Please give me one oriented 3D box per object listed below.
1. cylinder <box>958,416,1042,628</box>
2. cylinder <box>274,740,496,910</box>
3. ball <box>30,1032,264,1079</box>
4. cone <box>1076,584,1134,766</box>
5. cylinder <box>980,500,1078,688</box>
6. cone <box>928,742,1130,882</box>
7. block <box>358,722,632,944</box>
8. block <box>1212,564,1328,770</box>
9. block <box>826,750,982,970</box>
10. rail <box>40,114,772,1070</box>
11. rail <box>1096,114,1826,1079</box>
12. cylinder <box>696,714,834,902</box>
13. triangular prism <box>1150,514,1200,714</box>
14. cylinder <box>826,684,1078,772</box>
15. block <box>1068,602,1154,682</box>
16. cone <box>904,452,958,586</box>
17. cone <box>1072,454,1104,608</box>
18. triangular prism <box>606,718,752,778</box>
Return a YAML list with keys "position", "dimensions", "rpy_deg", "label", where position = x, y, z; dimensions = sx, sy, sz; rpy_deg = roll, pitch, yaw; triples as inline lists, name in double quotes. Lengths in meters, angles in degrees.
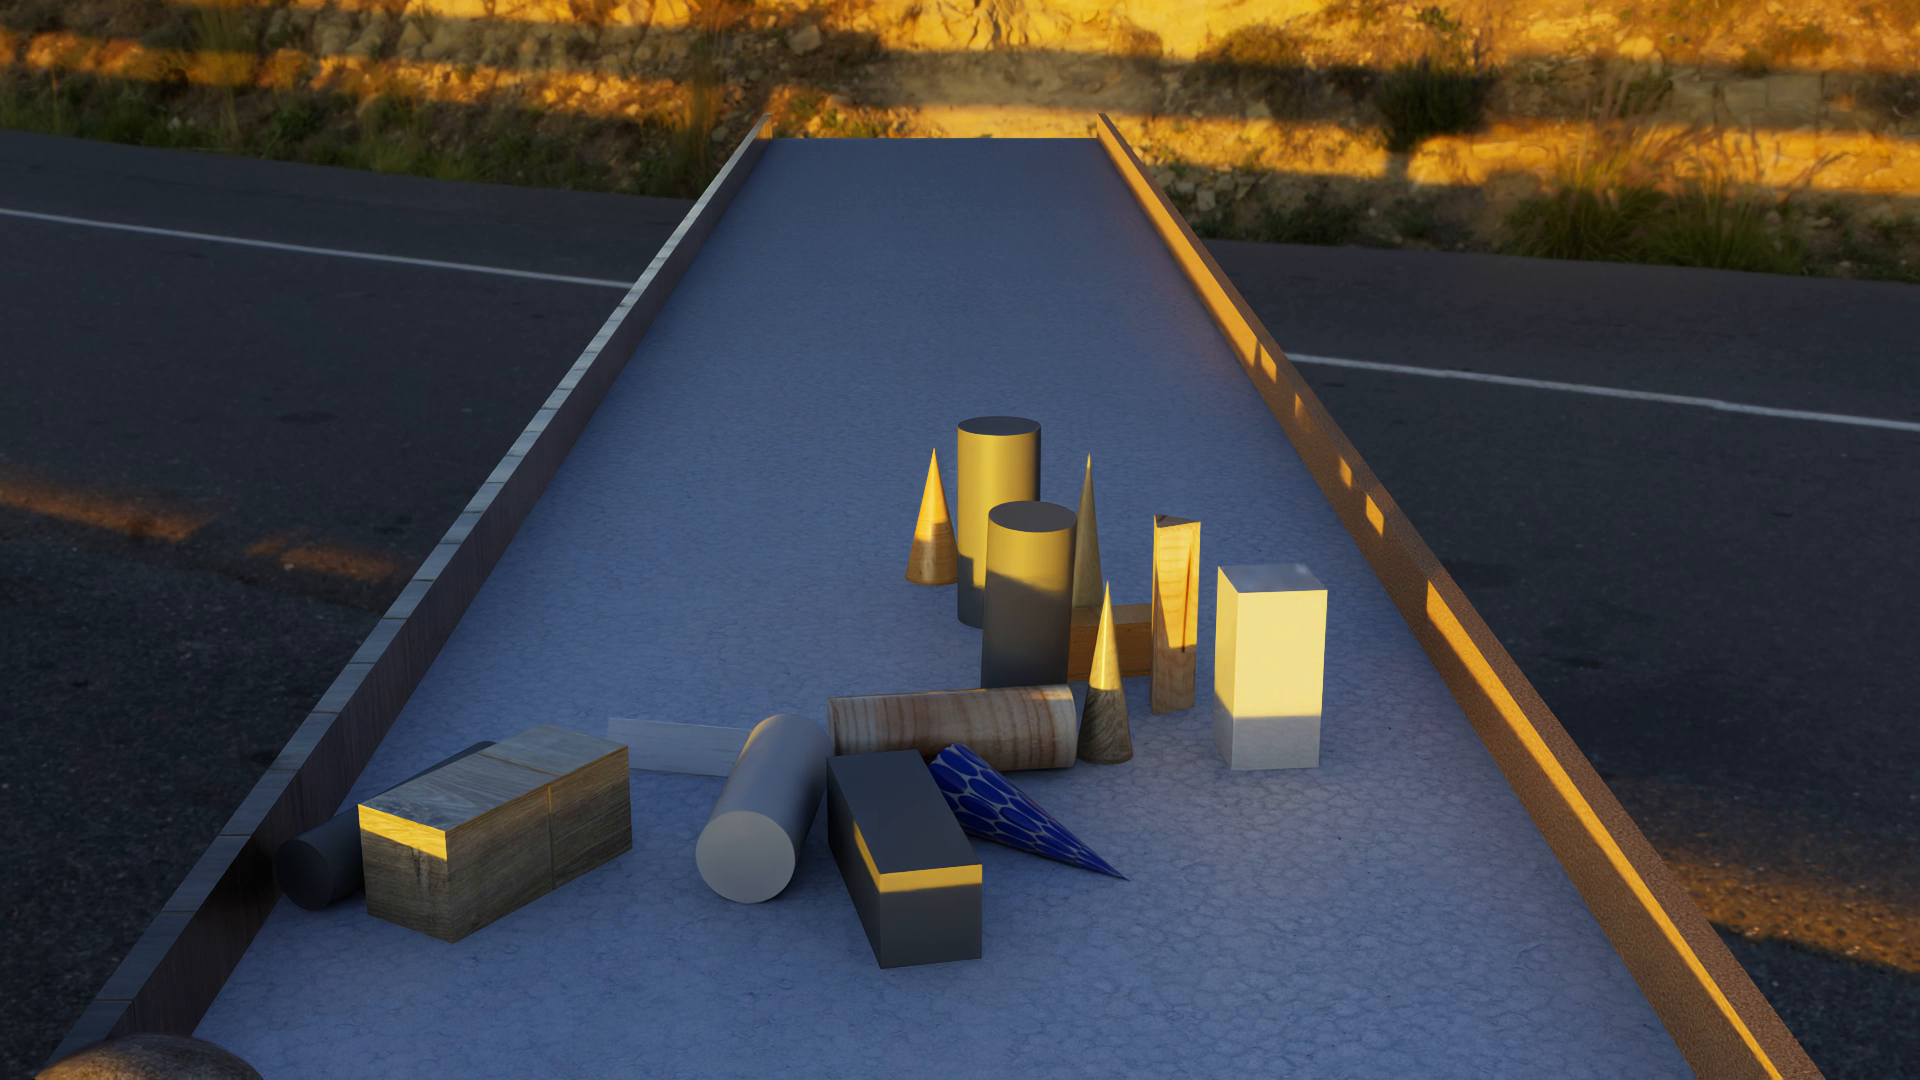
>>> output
- position: [0.081, -0.037, 4.617]
  dimensions: [0.173, 0.418, 0.173]
  rpy_deg: [0, 17, 0]
  label: "cylinder"
- position: [-0.889, 0.450, 3.513]
  dimensions: [0.116, 0.116, 0.449]
  rpy_deg: [8, 19, 26]
  label: "cylinder"
- position: [-0.865, 0.691, 2.318]
  dimensions: [0.334, 0.334, 0.334]
  rpy_deg: [0, 17, 0]
  label: "ball"
- position: [0.258, 0.227, 3.892]
  dimensions: [0.104, 0.326, 0.104]
  rpy_deg: [0, 17, 0]
  label: "cone"
- position: [0.127, 0.129, 4.114]
  dimensions: [0.164, 0.372, 0.164]
  rpy_deg: [2, 22, -1]
  label: "cylinder"
- position: [0.121, 0.467, 3.535]
  dimensions: [0.381, 0.140, 0.140]
  rpy_deg: [25, 28, 33]
  label: "cone"
- position: [-0.712, 0.446, 3.412]
  dimensions: [0.180, 0.180, 0.398]
  rpy_deg: [10, 20, 31]
  label: "block"
- position: [0.546, 0.224, 3.899]
  dimensions: [0.156, 0.328, 0.156]
  rpy_deg: [-2, 17, -6]
  label: "block"
- position: [-0.092, 0.478, 3.360]
  dimensions: [0.149, 0.149, 0.449]
  rpy_deg: [-4, 17, -12]
  label: "block"
- position: [-1.118, -0.838, 7.780]
  dimensions: [0.050, 0.150, 12.000]
  rpy_deg: [0, 17, -1]
  label: "rail"
- position: [0.932, -0.844, 7.801]
  dimensions: [0.050, 0.150, 12.000]
  rpy_deg: [0, 17, -1]
  label: "rail"
- position: [-0.307, 0.424, 3.534]
  dimensions: [0.153, 0.153, 0.408]
  rpy_deg: [2, 17, 5]
  label: "cylinder"
- position: [0.385, 0.136, 4.128]
  dimensions: [0.093, 0.365, 0.080]
  rpy_deg: [-9, 19, -27]
  label: "triangular prism"
- position: [-0.016, 0.336, 3.842]
  dimensions: [0.420, 0.146, 0.146]
  rpy_deg: [-3, 17, -9]
  label: "cylinder"
- position: [0.251, 0.204, 4.342]
  dimensions: [0.333, 0.112, 0.112]
  rpy_deg: [-4, 17, -12]
  label: "block"
- position: [-0.057, -0.061, 4.905]
  dimensions: [0.133, 0.300, 0.133]
  rpy_deg: [0, 17, 0]
  label: "cone"
- position: [0.252, 0.022, 4.433]
  dimensions: [0.116, 0.406, 0.116]
  rpy_deg: [2, 14, 0]
  label: "cone"
- position: [-0.430, 0.363, 3.866]
  dimensions: [0.392, 0.075, 0.087]
  rpy_deg: [4, 17, 12]
  label: "triangular prism"
